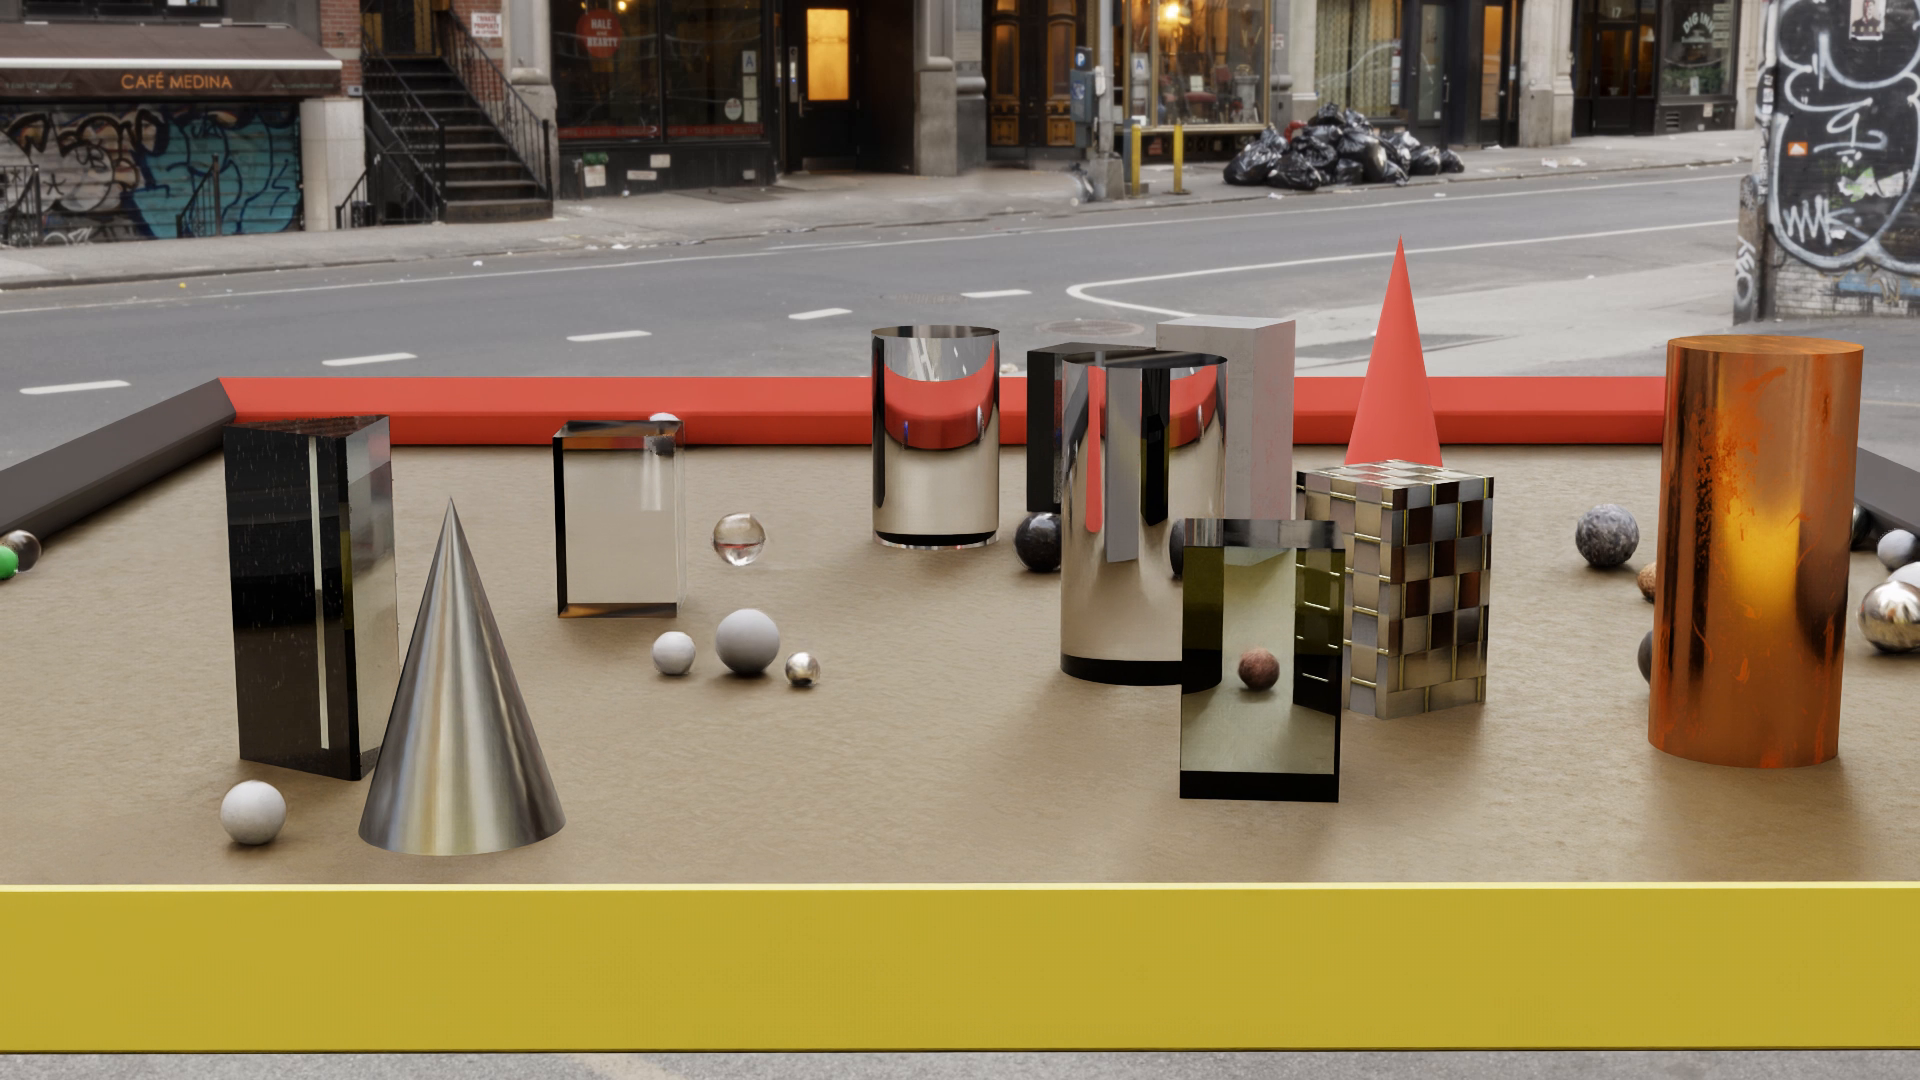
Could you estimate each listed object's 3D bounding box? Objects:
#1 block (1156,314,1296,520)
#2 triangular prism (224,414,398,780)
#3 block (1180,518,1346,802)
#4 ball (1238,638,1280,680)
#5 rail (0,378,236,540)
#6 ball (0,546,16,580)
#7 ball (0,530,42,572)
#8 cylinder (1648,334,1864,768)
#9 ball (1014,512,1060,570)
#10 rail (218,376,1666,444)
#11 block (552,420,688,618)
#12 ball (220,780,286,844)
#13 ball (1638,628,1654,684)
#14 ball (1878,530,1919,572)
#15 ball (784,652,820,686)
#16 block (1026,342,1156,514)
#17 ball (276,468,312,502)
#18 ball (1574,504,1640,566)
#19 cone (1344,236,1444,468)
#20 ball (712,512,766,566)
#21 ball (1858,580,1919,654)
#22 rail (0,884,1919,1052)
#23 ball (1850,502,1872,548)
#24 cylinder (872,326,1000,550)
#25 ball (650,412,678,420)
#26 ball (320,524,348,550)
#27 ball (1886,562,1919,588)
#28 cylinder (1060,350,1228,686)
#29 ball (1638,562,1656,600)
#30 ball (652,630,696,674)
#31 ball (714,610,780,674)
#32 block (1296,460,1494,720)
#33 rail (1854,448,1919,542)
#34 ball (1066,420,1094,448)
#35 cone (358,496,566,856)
[{"bbox_3d":[0.402,-0.160,3.903,0.159,0.346,0.159,6,12,29],"label":"block"},{"bbox_3d":[-0.655,0.053,2.719,0.172,0.358,0.149,7,12,32],"label":"triangular prism"},{"bbox_3d":[0.307,0.120,2.628,0.159,0.259,0.159,1,11,5],"label":"block"},{"bbox_3d":[0.359,0.143,3.081,0.048,0.048,0.048,0,10,0],"label":"ball"},{"bbox_3d":[-1.406,0.035,3.441,0.045,0.129,3.139,0,10,0],"label":"rail"},{"bbox_3d":[-1.378,0.032,3.676,0.050,0.050,0.050,0,10,0],"label":"ball"},{"bbox_3d":[-1.368,0.016,3.729,0.062,0.062,0.062,0,10,0],"label":"ball"},{"bbox_3d":[0.850,0.007,2.749,0.198,0.436,0.198,0,10,0],"label":"cylinder"},{"bbox_3d":[0.122,0.002,3.740,0.086,0.086,0.086,0,10,0],"label":"ball"},{"bbox_3d":[-0.009,-0.248,4.969,2.860,0.129,0.045,0,10,0],"label":"rail"},{"bbox_3d":[-0.459,-0.030,3.481,0.159,0.244,0.159,0,10,-1],"label":"block"},{"bbox_3d":[-0.669,0.258,2.429,0.060,0.060,0.060,0,10,0],"label":"ball"},{"bbox_3d":[0.837,0.139,3.001,0.086,0.086,0.086,0,10,0],"label":"ball"},{"bbox_3d":[1.368,0.016,3.735,0.060,0.060,0.060,0,10,0],"label":"ball"},{"bbox_3d":[-0.188,0.153,3.048,0.041,0.041,0.041,0,10,0],"label":"ball"},{"bbox_3d":[0.218,-0.184,4.249,0.159,0.266,0.159,6,12,29],"label":"block"},{"bbox_3d":[-1.124,-0.094,4.334,0.058,0.058,0.058,0,10,0],"label":"ball"},{"bbox_3d":[0.951,-0.006,3.770,0.092,0.092,0.092,0,10,0],"label":"ball"},{"bbox_3d":[0.686,-0.247,4.036,0.198,0.467,0.198,0,10,0],"label":"cone"},{"bbox_3d":[-0.327,-0.002,3.783,0.078,0.078,0.078,0,10,0],"label":"ball"},{"bbox_3d":[1.173,0.097,3.213,0.092,0.092,0.092,0,10,0],"label":"ball"},{"bbox_3d":[0.009,0.314,1.929,2.860,0.129,0.045,0,10,0],"label":"rail"},{"bbox_3d":[1.358,-0.023,3.923,0.070,0.070,0.070,0,10,0],"label":"ball"},{"bbox_3d":[-0.038,-0.162,3.975,0.198,0.323,0.198,0,10,0],"label":"cylinder"},{"bbox_3d":[-0.568,-0.209,4.925,0.071,0.071,0.071,0,10,0],"label":"ball"},{"bbox_3d":[-0.952,-0.005,3.902,0.041,0.041,0.041,0,10,0],"label":"ball"},{"bbox_3d":[1.235,0.078,3.295,0.099,0.099,0.099,0,10,0],"label":"ball"},{"bbox_3d":[0.221,-0.031,3.112,0.198,0.379,0.198,0,10,0],"label":"cylinder"},{"bbox_3d":[0.962,0.057,3.539,0.052,0.052,0.052,0,10,0],"label":"ball"},{"bbox_3d":[-0.346,0.137,3.105,0.053,0.053,0.053,0,10,0],"label":"ball"},{"bbox_3d":[-0.258,0.123,3.109,0.078,0.078,0.078,0,10,0],"label":"ball"},{"bbox_3d":[0.500,0.053,2.974,0.159,0.264,0.159,-7,13,-34],"label":"block"},{"bbox_3d":[1.406,0.032,3.457,0.045,0.129,3.139,0,10,0],"label":"rail"},{"bbox_3d":[0.232,-0.205,4.946,0.054,0.054,0.054,0,10,0],"label":"ball"},{"bbox_3d":[-0.483,0.117,2.463,0.198,0.325,0.198,0,10,0],"label":"cone"}]
